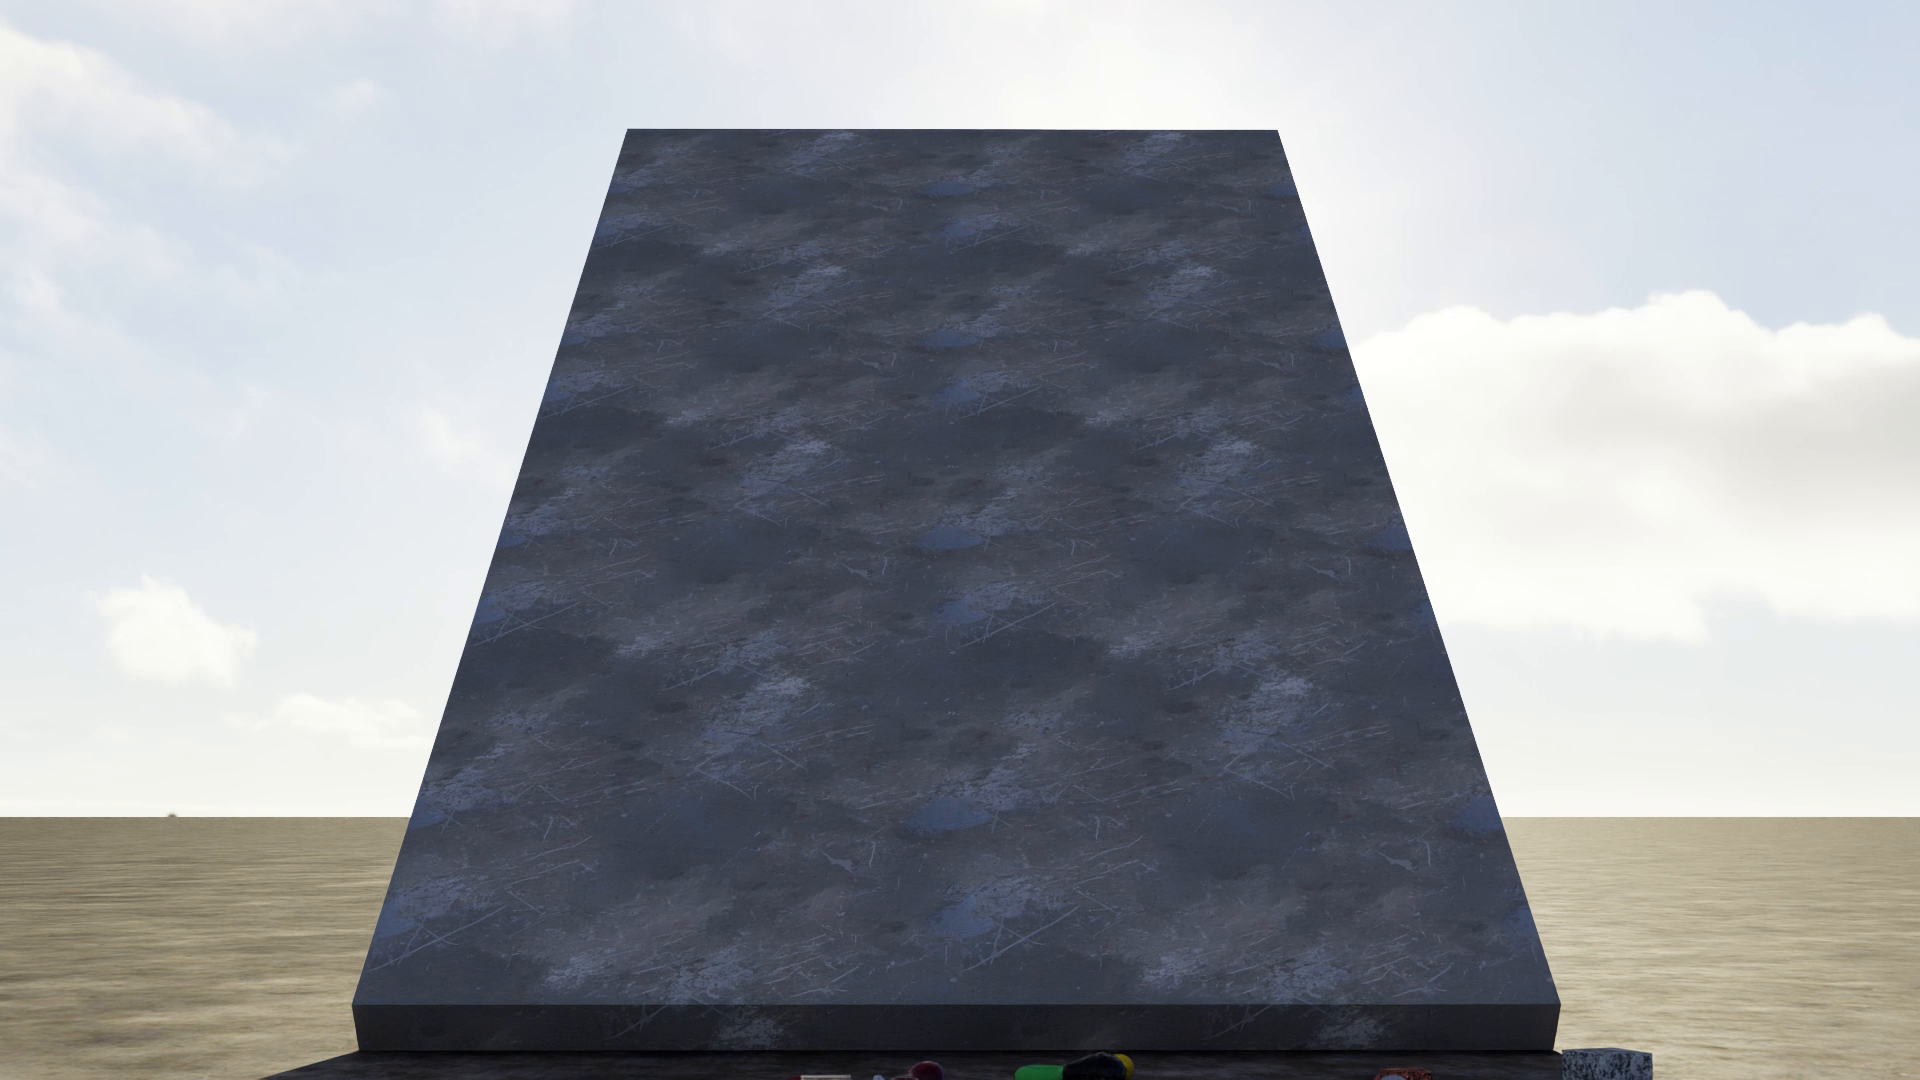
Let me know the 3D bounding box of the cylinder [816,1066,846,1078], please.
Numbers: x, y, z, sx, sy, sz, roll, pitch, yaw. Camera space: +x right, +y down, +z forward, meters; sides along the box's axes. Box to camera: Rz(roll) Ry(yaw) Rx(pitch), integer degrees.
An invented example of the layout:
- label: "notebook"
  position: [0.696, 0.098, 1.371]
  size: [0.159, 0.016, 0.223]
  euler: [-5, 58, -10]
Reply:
- label: "cylinder"
  position: [-0.171, 0.715, 3.097]
  size: [0.063, 0.063, 0.063]
  euler: [-29, 6, -23]

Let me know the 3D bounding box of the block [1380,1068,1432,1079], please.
- label: "block"
  position: [0.597, 0.736, 3.243]
  size: [0.054, 0.054, 0.054]
  euler: [1, -6, -10]

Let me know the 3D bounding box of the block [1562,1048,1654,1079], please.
- label: "block"
  position: [0.855, 0.717, 3.199]
  size: [0.083, 0.083, 0.083]
  euler: [3, -7, -22]

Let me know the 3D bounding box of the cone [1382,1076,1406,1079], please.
- label: "cone"
  position: [0.566, 0.745, 3.199]
  size: [0.059, 0.059, 0.059]
  euler: [1, -33, -13]

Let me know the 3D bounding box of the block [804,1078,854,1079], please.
- label: "block"
  position: [-0.168, 0.708, 3.031]
  size: [0.062, 0.062, 0.062]
  euler: [-1, -6, 6]

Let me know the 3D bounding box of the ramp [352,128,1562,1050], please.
- label: "ramp"
  position: [-0.014, -0.205, 5.755]
  size: [2.000, 0.100, 4.000]
  euler: [0, 31, 0]

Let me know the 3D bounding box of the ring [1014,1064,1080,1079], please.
- label: "ring"
  position: [0.125, 0.776, 3.495]
  size: [0.094, 0.031, 0.094]
  euler: [1, -7, 0]
